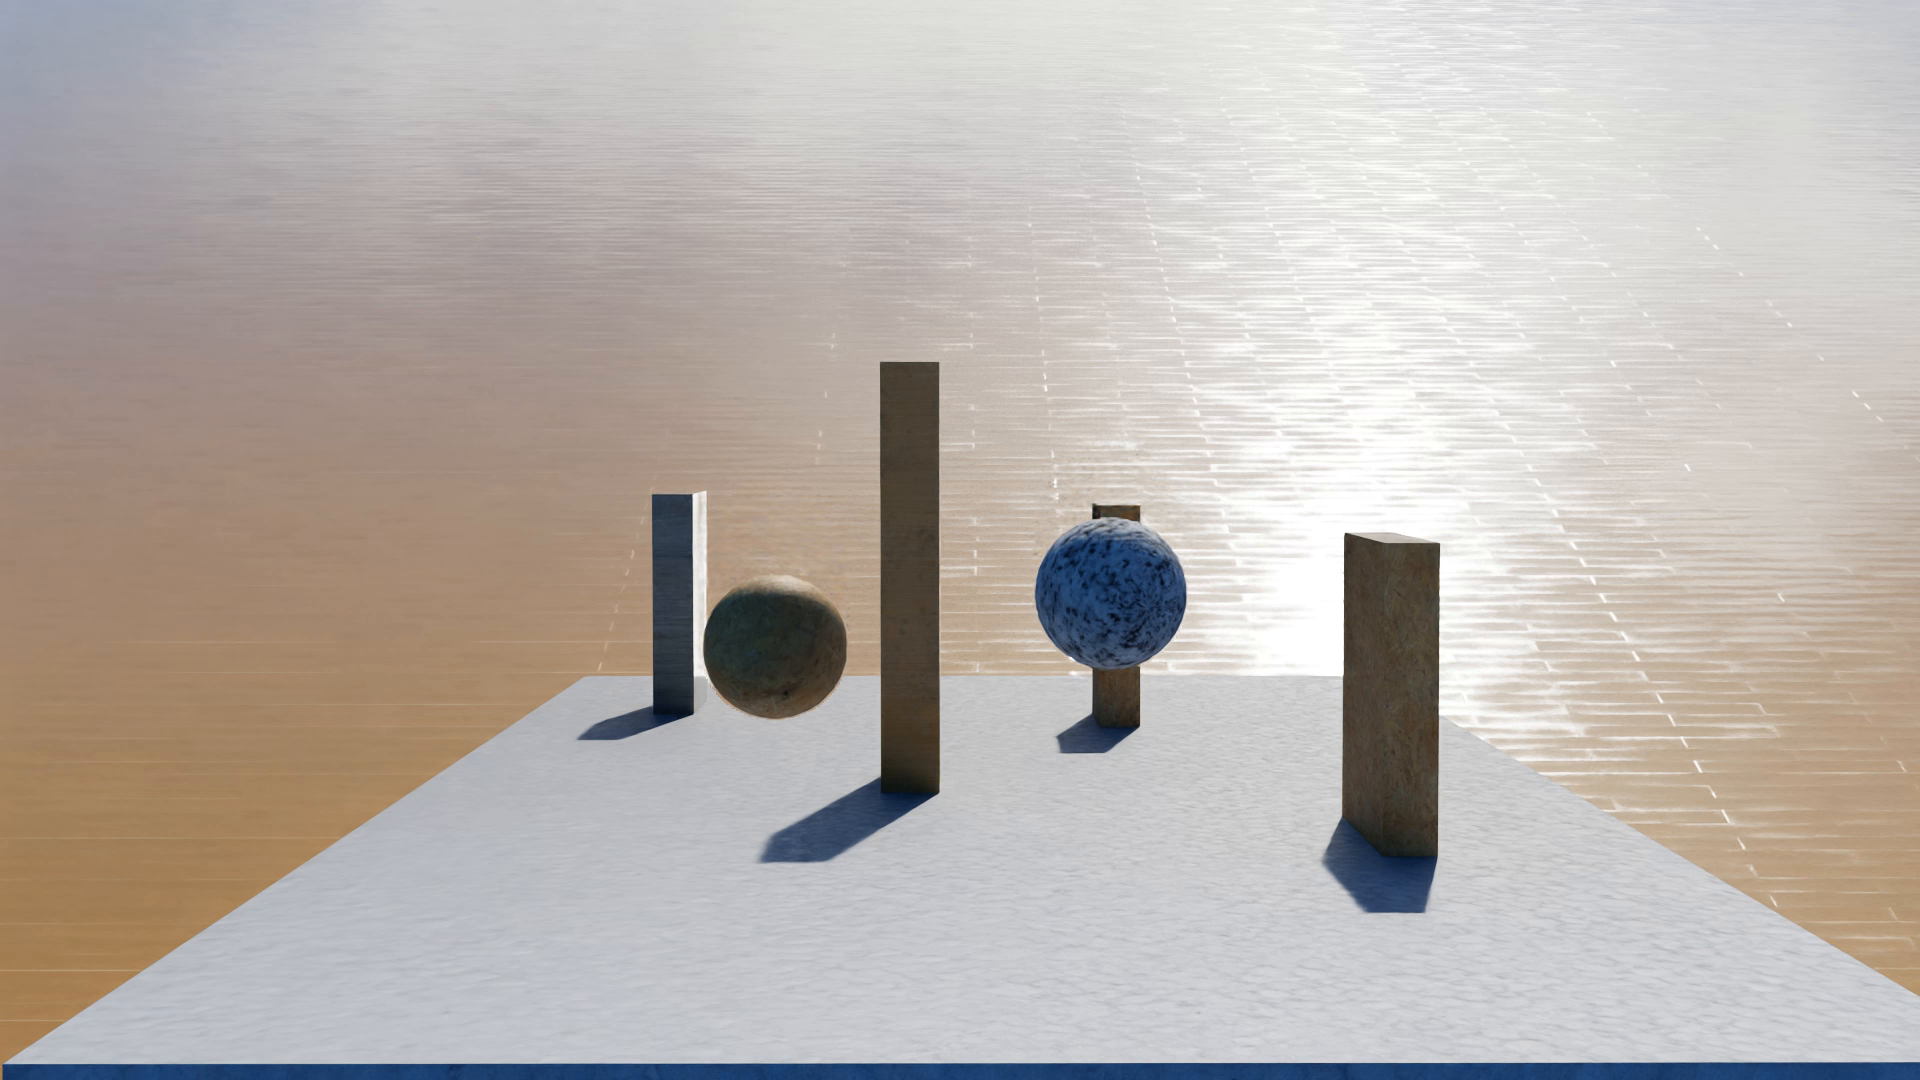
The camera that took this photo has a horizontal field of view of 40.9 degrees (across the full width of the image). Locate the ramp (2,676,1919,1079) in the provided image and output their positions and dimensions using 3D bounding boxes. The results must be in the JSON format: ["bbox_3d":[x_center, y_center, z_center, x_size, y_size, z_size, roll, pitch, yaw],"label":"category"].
[{"bbox_3d":[0.053,0.480,4.538,2.000,0.100,4.000,0,2,0],"label":"ramp"}]

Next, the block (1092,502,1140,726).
[{"bbox_3d":[0.335,0.155,5.534,0.087,0.464,0.269,0,2,0],"label":"block"}]

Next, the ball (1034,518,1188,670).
[{"bbox_3d":[0.159,0.056,2.704,0.160,0.160,0.160,0,23,0],"label":"ball"}]

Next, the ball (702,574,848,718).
[{"bbox_3d":[-0.190,0.109,2.644,0.149,0.149,0.149,0,23,0],"label":"ball"}]

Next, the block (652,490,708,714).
[{"bbox_3d":[-0.629,0.135,5.787,0.090,0.484,0.300,0,2,0],"label":"block"}]

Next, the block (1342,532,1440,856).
[{"bbox_3d":[0.658,0.225,3.952,0.081,0.459,0.397,0,2,0],"label":"block"}]

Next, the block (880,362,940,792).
[{"bbox_3d":[-0.086,0.060,4.530,0.101,0.740,0.242,0,2,0],"label":"block"}]
